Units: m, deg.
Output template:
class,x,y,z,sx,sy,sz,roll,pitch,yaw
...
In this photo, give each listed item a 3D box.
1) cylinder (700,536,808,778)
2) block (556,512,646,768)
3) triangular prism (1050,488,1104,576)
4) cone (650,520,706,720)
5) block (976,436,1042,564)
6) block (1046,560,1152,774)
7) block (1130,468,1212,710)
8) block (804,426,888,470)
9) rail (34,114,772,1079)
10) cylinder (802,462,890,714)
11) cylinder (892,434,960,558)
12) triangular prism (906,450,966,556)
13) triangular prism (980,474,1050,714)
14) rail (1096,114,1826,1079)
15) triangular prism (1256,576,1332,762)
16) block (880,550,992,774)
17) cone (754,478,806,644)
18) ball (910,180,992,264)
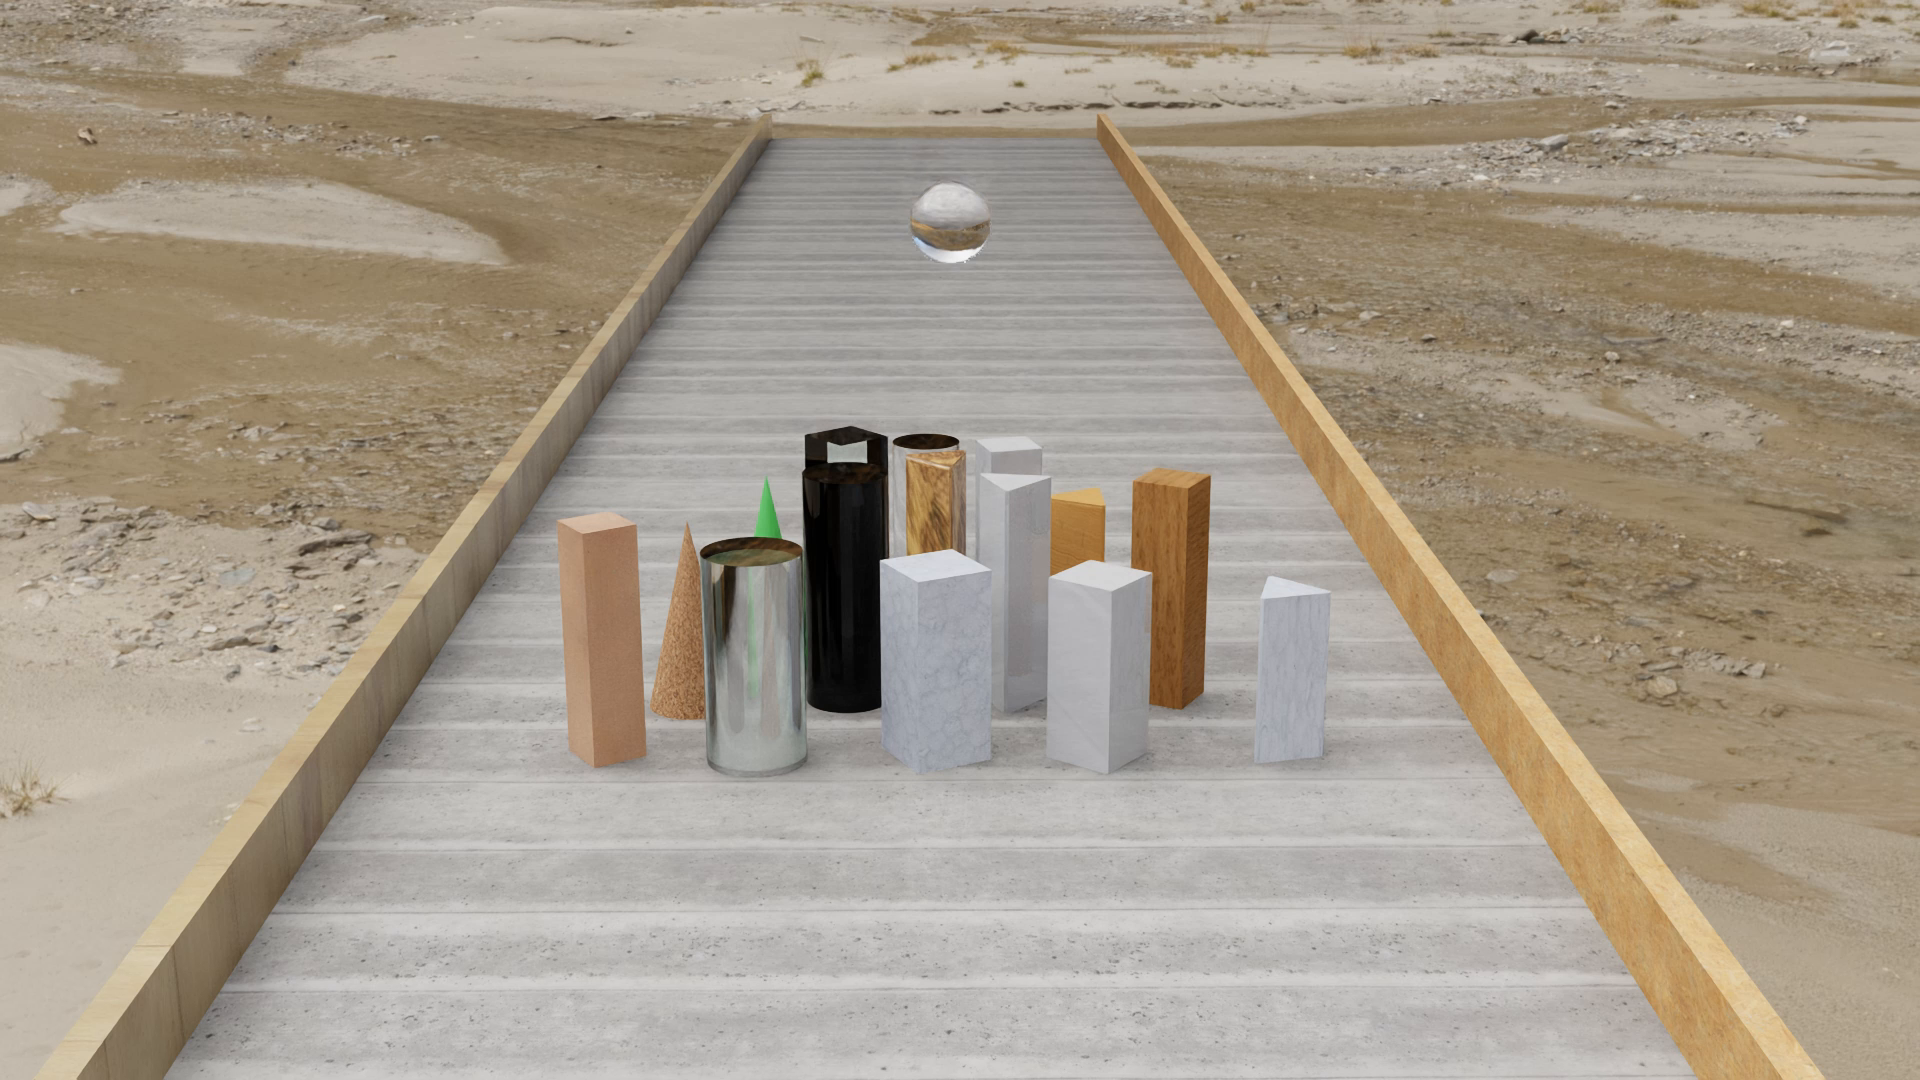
class,x,y,z,sx,sy,sz,roll,pitch,yaw
cylinder,-0.361,0.205,3.862,0.178,0.386,0.178,0,17,0
block,-0.631,0.176,3.881,0.103,0.431,0.103,-11,20,-33
triangular prism,0.249,0.071,4.399,0.132,0.336,0.114,9,19,27
cone,-0.506,0.138,4.127,0.166,0.363,0.166,0,17,0
block,0.101,-0.018,4.625,0.111,0.378,0.111,-5,17,-16
block,0.246,0.222,3.888,0.131,0.337,0.131,12,20,35
block,0.395,0.092,4.158,0.110,0.433,0.110,9,19,27
block,-0.236,-0.026,4.618,0.123,0.397,0.123,-14,21,-39
rail,-1.118,-0.838,7.780,0.050,0.150,12.000,0,17,-1
cylinder,-0.213,0.089,4.146,0.161,0.446,0.161,0,17,0
cylinder,-0.075,-0.068,4.908,0.148,0.312,0.148,0,17,0
triangular prism,-0.026,0.029,4.408,0.122,0.411,0.106,15,22,41
triangular prism,0.083,0.094,4.149,0.114,0.434,0.132,13,21,37
rail,0.932,-0.844,7.801,0.050,0.150,12.000,0,17,-1
triangular prism,0.570,0.227,3.923,0.131,0.307,0.114,-5,17,-16
block,-0.043,0.213,3.891,0.144,0.353,0.144,-9,19,-27
cone,-0.380,0.056,4.365,0.164,0.385,0.164,0,17,0
ball,-0.040,-1.306,9.031,0.335,0.335,0.335,0,17,0
